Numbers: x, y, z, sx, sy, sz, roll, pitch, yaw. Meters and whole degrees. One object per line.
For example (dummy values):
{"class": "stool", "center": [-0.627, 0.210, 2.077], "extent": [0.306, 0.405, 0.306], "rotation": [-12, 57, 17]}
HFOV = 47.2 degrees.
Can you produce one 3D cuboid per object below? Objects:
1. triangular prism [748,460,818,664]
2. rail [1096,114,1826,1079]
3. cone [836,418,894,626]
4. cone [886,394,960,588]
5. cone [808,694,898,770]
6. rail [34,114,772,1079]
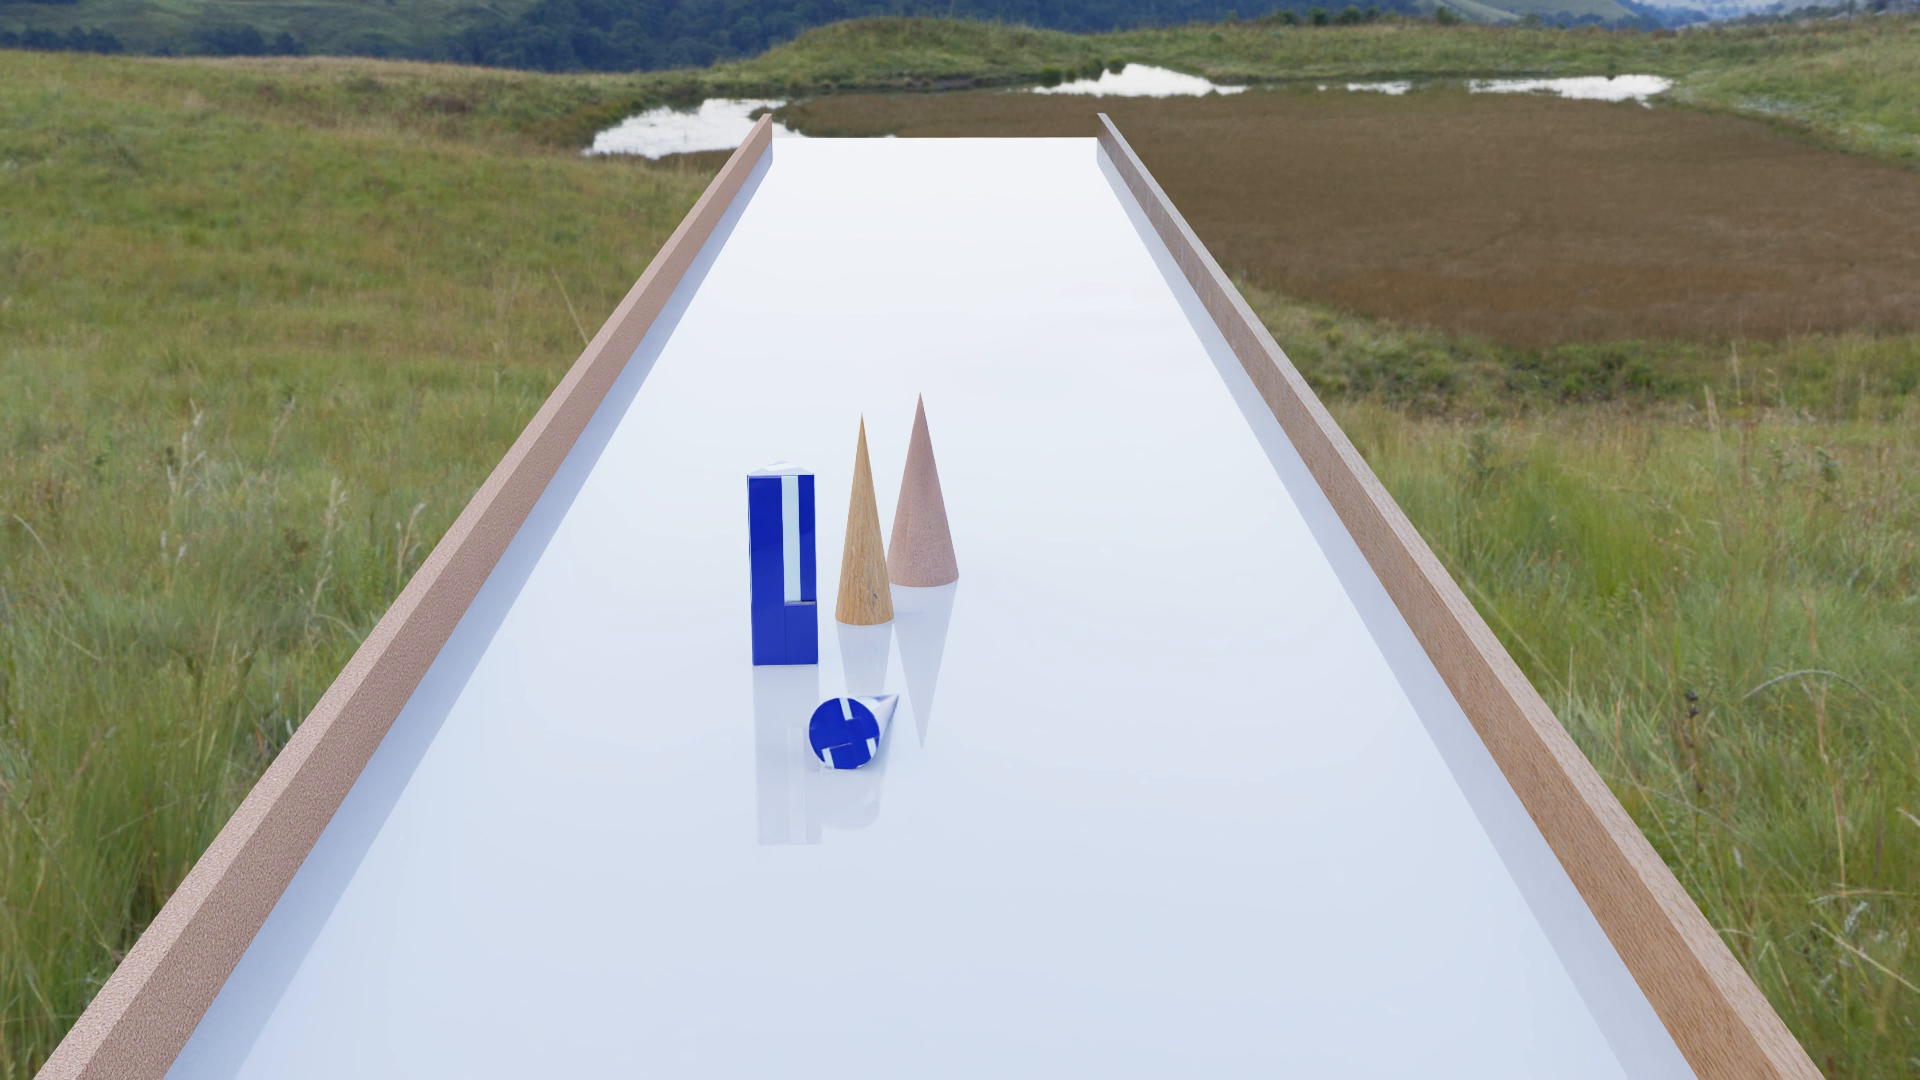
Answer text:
{"class": "triangular prism", "center": [-0.352, 0.045, 4.389], "extent": [0.129, 0.392, 0.112], "rotation": [-1, 17, -3]}
{"class": "rail", "center": [0.932, -0.844, 7.801], "extent": [0.050, 0.150, 12.000], "rotation": [0, 17, -1]}
{"class": "cone", "center": [-0.203, -0.053, 4.619], "extent": [0.126, 0.449, 0.126], "rotation": [0, 17, 0]}
{"class": "cone", "center": [-0.088, -0.125, 4.895], "extent": [0.172, 0.429, 0.172], "rotation": [0, 17, 0]}
{"class": "cone", "center": [-0.161, 0.318, 4.046], "extent": [0.129, 0.129, 0.384], "rotation": [4, 7, 13]}
{"class": "rail", "center": [-1.118, -0.838, 7.780], "extent": [0.050, 0.150, 12.000], "rotation": [0, 17, -1]}
